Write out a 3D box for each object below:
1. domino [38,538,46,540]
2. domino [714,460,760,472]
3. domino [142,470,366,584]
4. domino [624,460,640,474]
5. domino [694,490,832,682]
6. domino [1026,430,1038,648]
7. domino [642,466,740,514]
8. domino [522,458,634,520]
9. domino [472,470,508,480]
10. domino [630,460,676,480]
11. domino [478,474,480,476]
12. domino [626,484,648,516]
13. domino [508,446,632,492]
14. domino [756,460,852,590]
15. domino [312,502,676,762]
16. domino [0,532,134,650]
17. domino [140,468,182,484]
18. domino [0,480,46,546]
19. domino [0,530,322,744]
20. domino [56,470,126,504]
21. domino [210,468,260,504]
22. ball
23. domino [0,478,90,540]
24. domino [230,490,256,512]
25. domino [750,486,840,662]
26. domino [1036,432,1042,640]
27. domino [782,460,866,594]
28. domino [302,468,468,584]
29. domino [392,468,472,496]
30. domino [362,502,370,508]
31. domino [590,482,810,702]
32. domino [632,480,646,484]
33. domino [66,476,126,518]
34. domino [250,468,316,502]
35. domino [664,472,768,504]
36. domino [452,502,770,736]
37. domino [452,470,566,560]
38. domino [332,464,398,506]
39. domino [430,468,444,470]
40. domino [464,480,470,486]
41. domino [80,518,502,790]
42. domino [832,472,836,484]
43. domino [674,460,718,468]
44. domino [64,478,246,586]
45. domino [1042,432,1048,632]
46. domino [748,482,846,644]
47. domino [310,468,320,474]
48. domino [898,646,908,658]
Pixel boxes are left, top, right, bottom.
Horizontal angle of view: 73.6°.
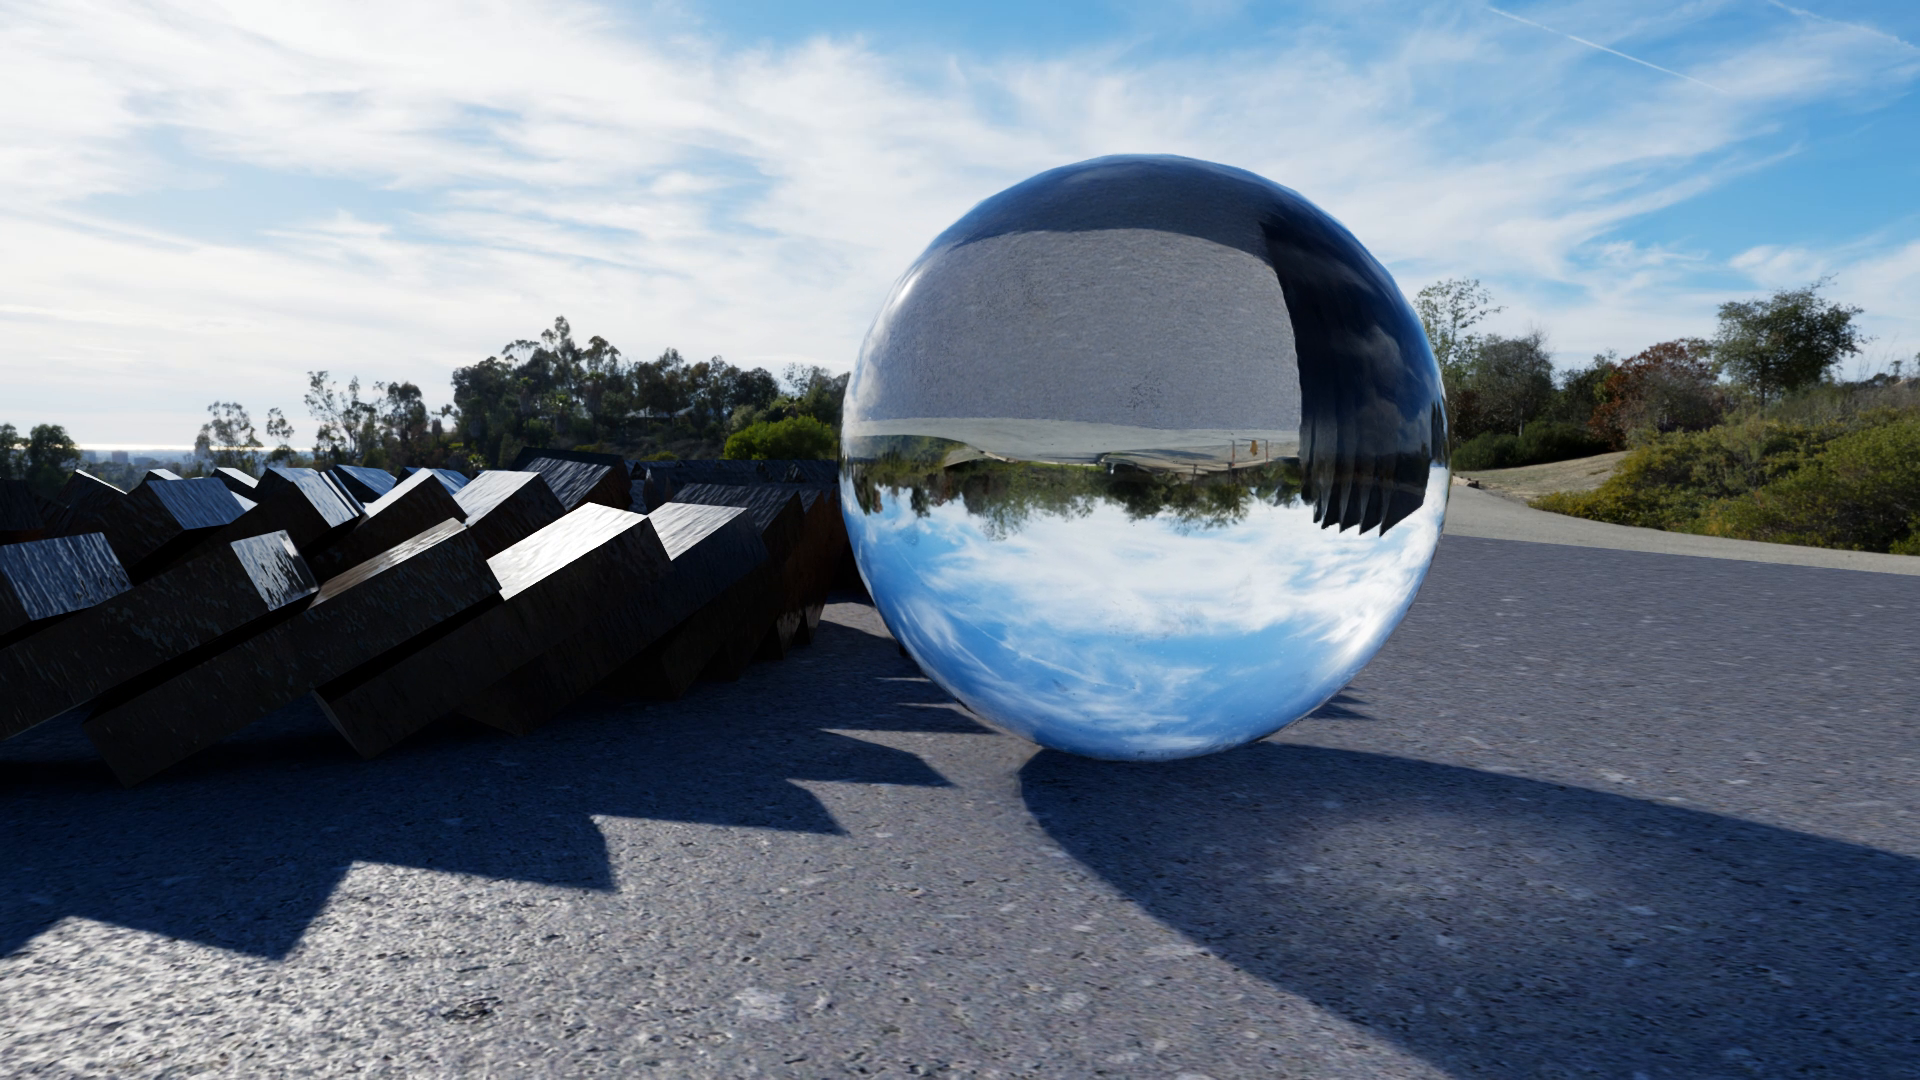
[{"bbox_3d":[-0.235,0.002,0.313,0.025,0.010,0.050,2,-28,36],"label":"domino"},{"bbox_3d":[-0.055,-0.006,0.401,0.025,0.009,0.050,-4,42,-48],"label":"domino"},{"bbox_3d":[-0.128,0.007,0.217,0.050,0.009,0.025,-36,13,-7],"label":"domino"},{"bbox_3d":[-0.101,-0.008,0.426,0.050,0.010,0.025,40,19,19],"label":"domino"},{"bbox_3d":[-0.046,0.007,0.251,0.025,0.009,0.050,1,34,17],"label":"domino"},{"bbox_3d":[0.004,-0.001,0.277,0.025,0.050,0.009,0,-33,4],"label":"domino"},{"bbox_3d":[-0.063,0.000,0.330,0.025,0.010,0.050,0,37,-29],"label":"domino"},{"bbox_3d":[-0.094,0.003,0.264,0.025,0.009,0.050,8,45,33],"label":"domino"},{"bbox_3d":[-0.138,-0.007,0.431,0.050,0.009,0.025,31,8,6],"label":"domino"},{"bbox_3d":[-0.084,-0.007,0.419,0.050,0.010,0.025,42,25,24],"label":"domino"},{"bbox_3d":[-0.115,-0.002,0.369,0.050,0.010,0.025,35,17,21],"label":"domino"},{"bbox_3d":[-0.074,0.001,0.345,0.025,0.009,0.050,-3,33,-32],"label":"domino"},{"bbox_3d":[-0.095,0.000,0.285,0.025,0.009,0.050,6,46,12],"label":"domino"},{"bbox_3d":[-0.041,-0.006,0.391,0.025,0.010,0.050,-3,41,-42],"label":"domino"},{"bbox_3d":[-0.070,0.012,0.192,0.050,0.010,0.025,-35,25,-28],"label":"domino"},{"bbox_3d":[-0.133,0.015,0.157,0.050,0.010,0.025,-27,7,-5],"label":"domino"},{"bbox_3d":[-0.232,-0.005,0.406,0.050,0.010,0.025,33,-9,-22],"label":"domino"},{"bbox_3d":[-0.172,0.009,0.206,0.050,0.009,0.025,-38,-16,28],"label":"domino"},{"bbox_3d":[-0.111,0.015,0.164,0.050,0.009,0.025,-28,10,-10],"label":"domino"},{"bbox_3d":[-0.247,-0.004,0.393,0.050,0.009,0.025,35,-15,-30],"label":"domino"},{"bbox_3d":[-0.216,-0.006,0.415,0.050,0.009,0.025,32,-7,-17],"label":"domino"},{"bbox_3d":[0.023,-0.010,0.173,0.080,0.080,0.080,0,4,0],"label":"ball"},{"bbox_3d":[-0.225,0.001,0.331,0.025,0.009,0.050,4,-26,47],"label":"domino"},{"bbox_3d":[-0.194,-0.001,0.361,0.050,0.010,0.025,30,-5,-18],"label":"domino"},{"bbox_3d":[-0.044,0.006,0.271,0.025,0.009,0.050,1,34,9],"label":"domino"},{"bbox_3d":[0.006,-0.002,0.289,0.025,0.050,0.009,0,-33,4],"label":"domino"},{"bbox_3d":[-0.030,-0.005,0.380,0.025,0.009,0.050,-1,40,-40],"label":"domino"},{"bbox_3d":[-0.113,0.006,0.228,0.050,0.010,0.025,-40,21,-17],"label":"domino"},{"bbox_3d":[-0.138,-0.003,0.374,0.050,0.009,0.025,33,7,11],"label":"domino"},{"bbox_3d":[-0.131,0.005,0.322,0.025,0.010,0.050,7,17,-42],"label":"domino"},{"bbox_3d":[-0.050,0.008,0.233,0.025,0.009,0.050,4,37,22],"label":"domino"},{"bbox_3d":[-0.091,-0.001,0.362,0.025,0.010,0.050,-2,33,-41],"label":"domino"},{"bbox_3d":[-0.211,0.000,0.346,0.050,0.009,0.025,34,-16,-32],"label":"domino"},{"bbox_3d":[-0.175,-0.003,0.372,0.050,0.010,0.025,33,1,-3],"label":"domino"},{"bbox_3d":[-0.055,0.001,0.313,0.025,0.010,0.050,-2,38,-24],"label":"domino"},{"bbox_3d":[-0.058,0.011,0.208,0.025,0.010,0.050,5,34,46],"label":"domino"},{"bbox_3d":[-0.102,0.006,0.245,0.025,0.009,0.050,5,42,47],"label":"domino"},{"bbox_3d":[-0.158,-0.004,0.374,0.050,0.009,0.025,33,3,4],"label":"domino"},{"bbox_3d":[-0.159,-0.007,0.430,0.050,0.009,0.025,31,3,-1],"label":"domino"},{"bbox_3d":[-0.111,0.003,0.311,0.025,0.010,0.050,16,20,-22],"label":"domino"},{"bbox_3d":[-0.090,0.014,0.177,0.050,0.009,0.025,-31,17,-20],"label":"domino"},{"bbox_3d":[-0.015,-0.002,0.362,0.025,0.009,0.050,-3,37,-35],"label":"domino"},{"bbox_3d":[-0.069,-0.007,0.411,0.050,0.010,0.025,45,28,26],"label":"domino"},{"bbox_3d":[-0.147,0.008,0.214,0.050,0.009,0.025,-36,7,-3],"label":"domino"},{"bbox_3d":[0.008,-0.003,0.301,0.025,0.050,0.010,0,-33,3],"label":"domino"},{"bbox_3d":[-0.041,0.004,0.291,0.025,0.009,0.050,1,34,8],"label":"domino"},{"bbox_3d":[-0.197,-0.006,0.422,0.050,0.009,0.025,31,-2,-11],"label":"domino"},{"bbox_3d":[0.001,0.000,0.265,0.025,0.050,0.009,0,-33,4],"label":"domino"}]
